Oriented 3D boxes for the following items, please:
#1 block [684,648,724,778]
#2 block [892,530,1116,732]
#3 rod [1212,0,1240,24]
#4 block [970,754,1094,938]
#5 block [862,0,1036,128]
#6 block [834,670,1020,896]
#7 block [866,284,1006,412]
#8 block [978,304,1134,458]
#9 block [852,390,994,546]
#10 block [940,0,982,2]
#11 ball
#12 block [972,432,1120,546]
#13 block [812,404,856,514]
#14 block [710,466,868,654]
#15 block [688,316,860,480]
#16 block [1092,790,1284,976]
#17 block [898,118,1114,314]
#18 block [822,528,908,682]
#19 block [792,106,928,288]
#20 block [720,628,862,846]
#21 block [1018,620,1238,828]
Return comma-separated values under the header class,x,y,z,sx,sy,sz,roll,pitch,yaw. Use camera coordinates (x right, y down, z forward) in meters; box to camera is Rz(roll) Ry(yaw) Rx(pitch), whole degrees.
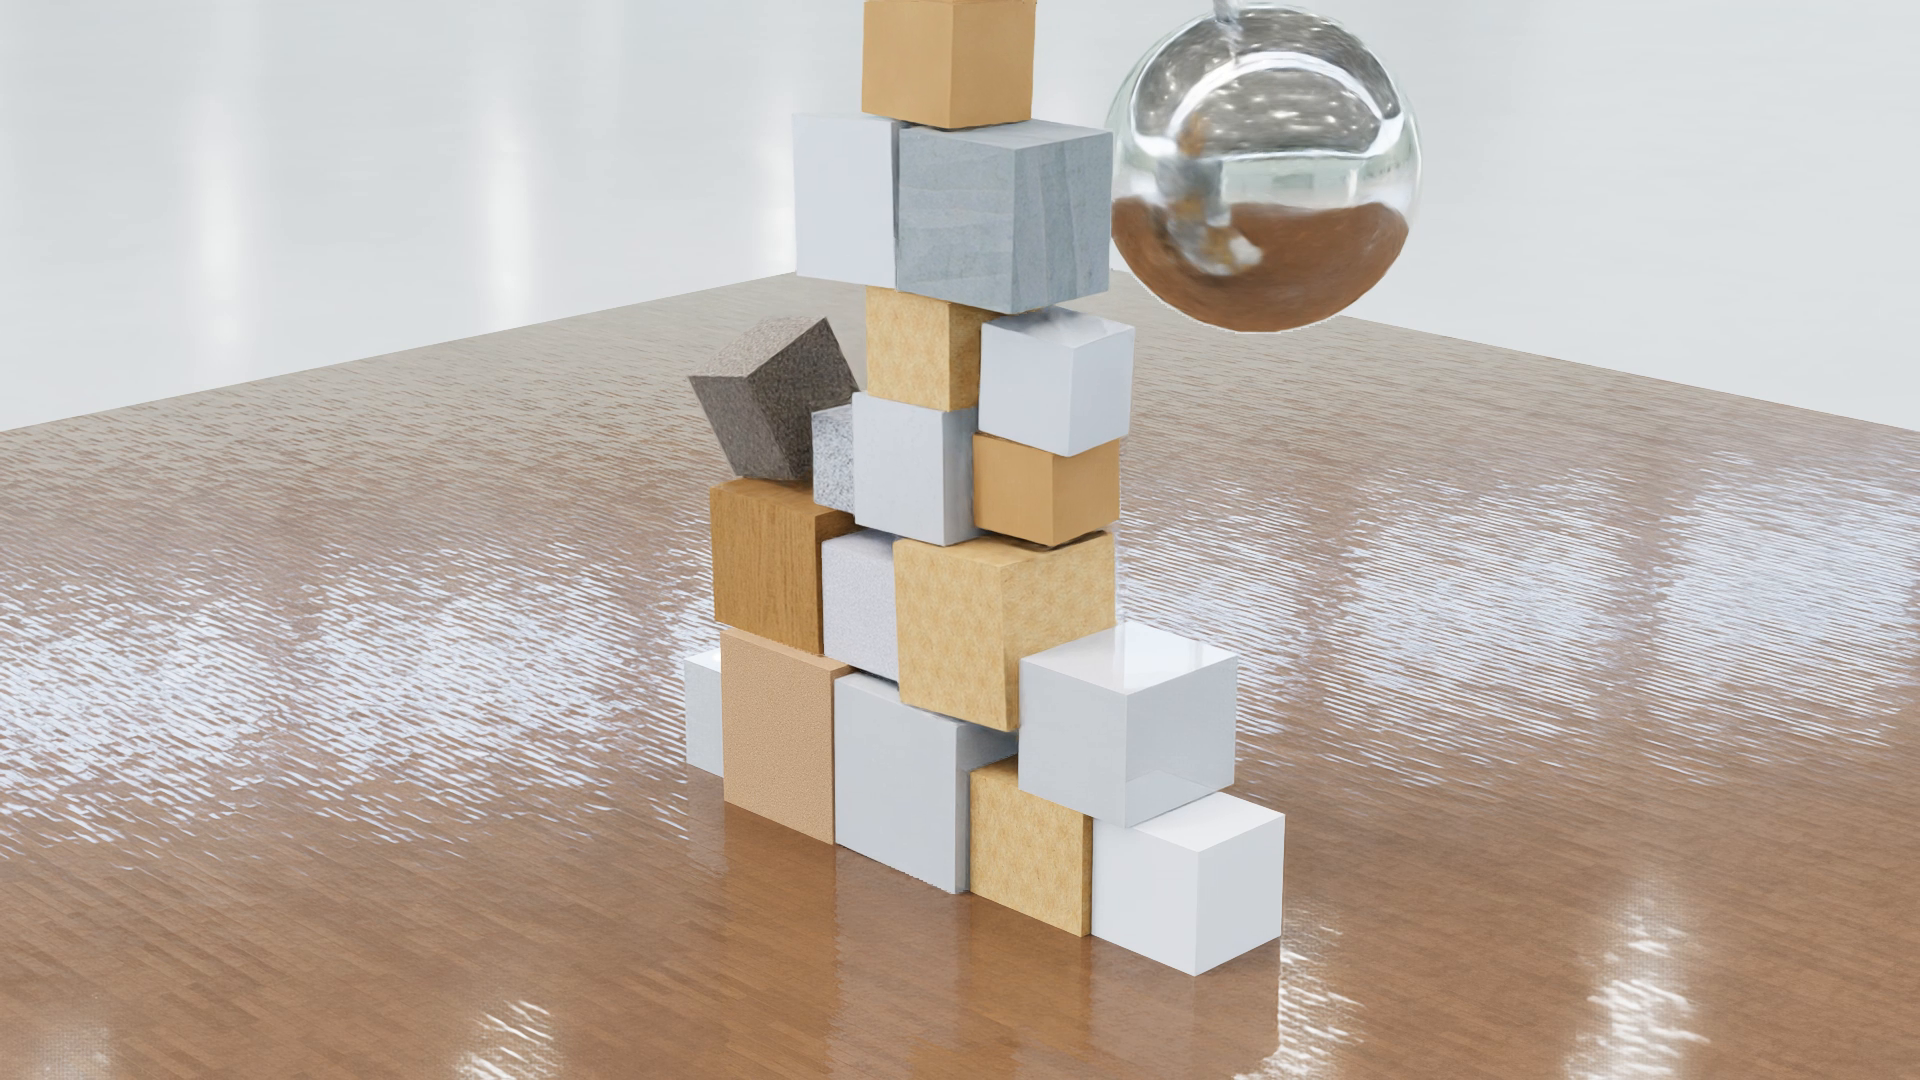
class,x,y,z,sx,sy,sz,roll,pitch,yaw
block,-1.015,0.854,14.700,0.526,0.556,0.496,-17,24,-42
block,0.208,0.350,13.155,0.716,0.745,0.677,-16,20,-42
rod,0.636,-4.607,12.560,0.080,5.200,0.080,17,44,42
block,0.538,1.310,13.200,0.706,0.585,0.683,-17,24,-42
block,-0.051,-2.109,12.776,0.499,0.521,0.557,-14,23,-42
block,-0.008,1.038,13.657,0.820,0.817,0.806,-16,25,-42
block,-0.023,-0.899,13.071,0.585,0.498,0.529,-14,20,-42
block,0.417,-0.700,12.725,0.497,0.488,0.434,19,27,36
block,-0.076,-0.368,13.230,0.562,0.605,0.580,-15,20,-42
block,-0.031,-2.536,12.654,0.400,0.368,0.440,-14,23,-42
ball,1.467,-1.812,14.310,1.600,1.600,1.600,0,17,0
block,0.381,-0.277,12.934,0.452,0.424,0.468,15,25,39
block,-0.384,-0.385,13.645,0.431,0.432,0.421,-16,23,-42
block,-0.674,0.065,14.091,0.720,0.675,0.752,-17,23,-42
block,-0.860,-0.685,14.065,0.462,0.574,0.555,5,37,49
block,0.990,1.456,12.757,0.575,0.572,0.595,-17,24,-42
block,0.196,-1.423,12.690,0.648,0.701,0.657,16,23,39
block,-0.212,0.269,13.640,0.624,0.557,0.585,-16,23,-42
block,-0.295,-1.556,13.169,0.623,0.726,0.650,-14,18,-42
block,-0.581,0.849,14.192,0.831,0.871,0.780,-17,24,-42
block,0.735,0.797,12.845,0.722,0.607,0.627,-17,24,-42
